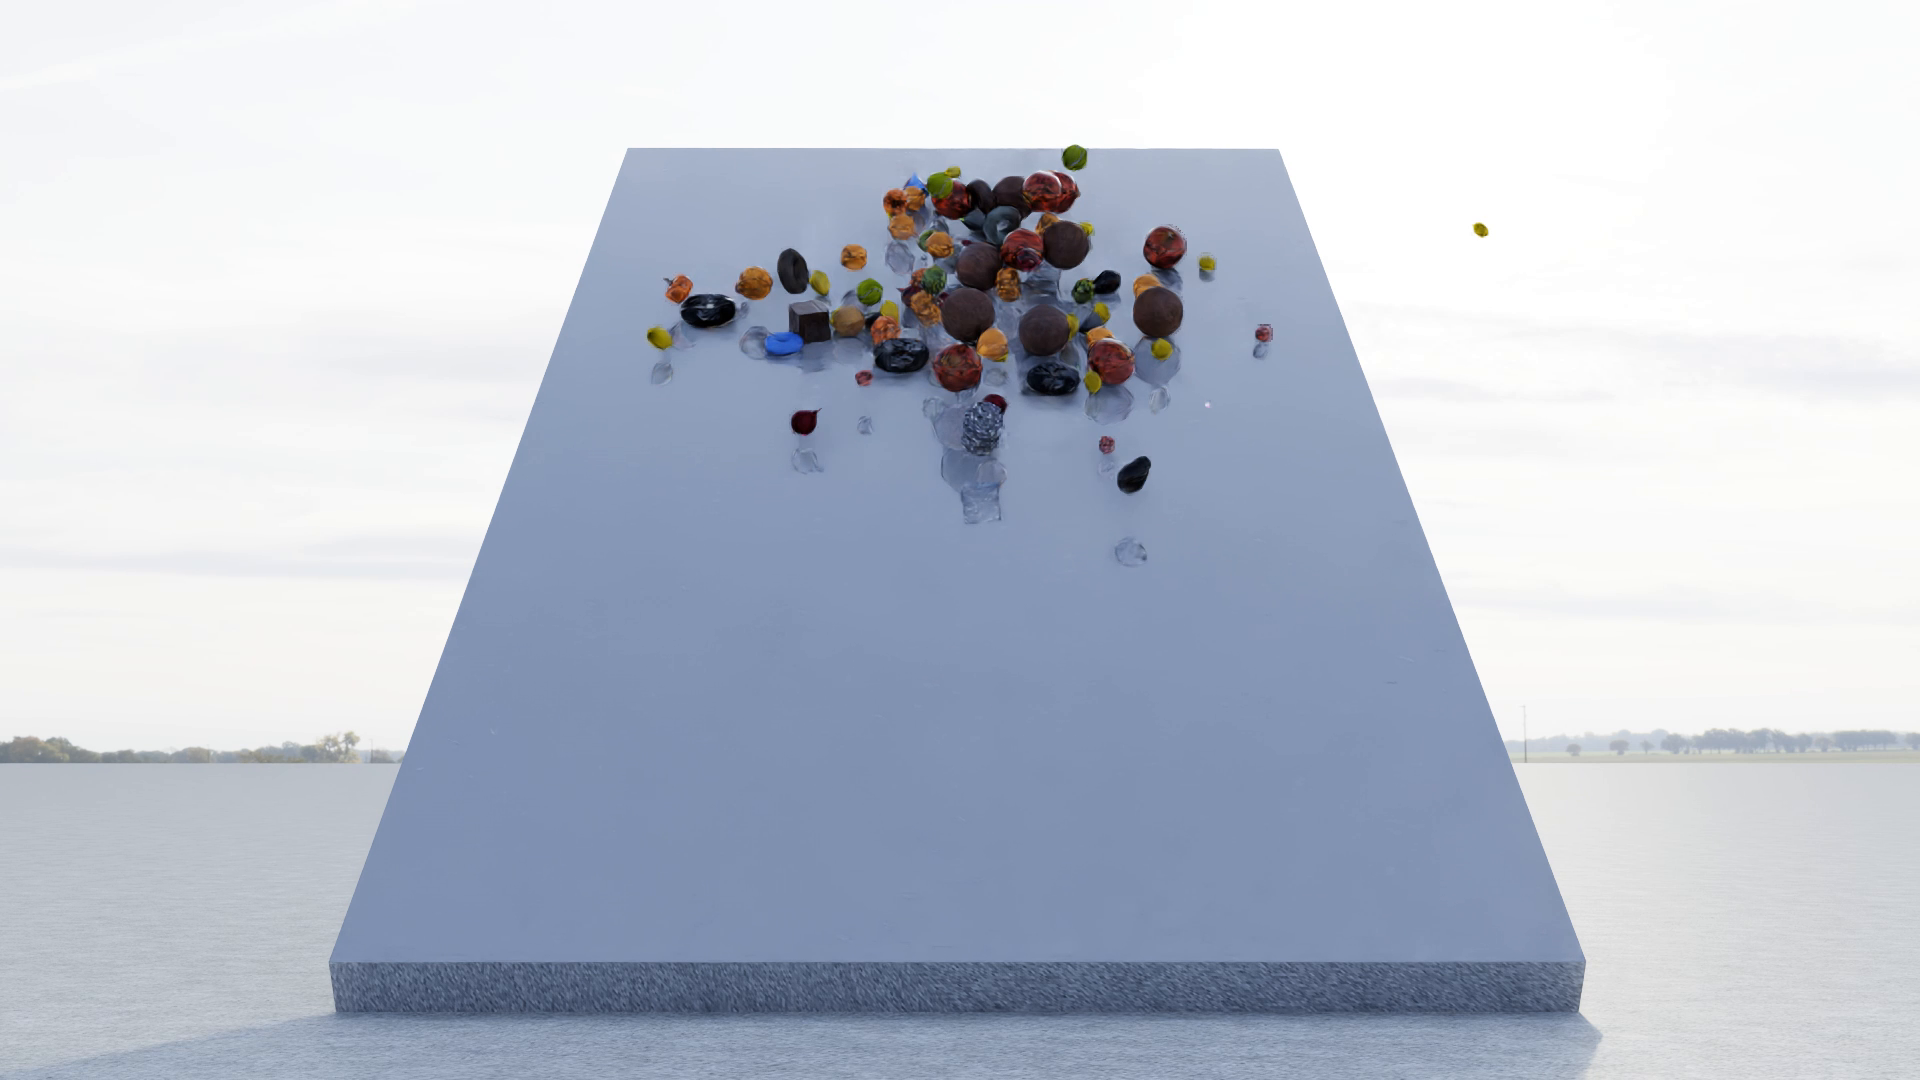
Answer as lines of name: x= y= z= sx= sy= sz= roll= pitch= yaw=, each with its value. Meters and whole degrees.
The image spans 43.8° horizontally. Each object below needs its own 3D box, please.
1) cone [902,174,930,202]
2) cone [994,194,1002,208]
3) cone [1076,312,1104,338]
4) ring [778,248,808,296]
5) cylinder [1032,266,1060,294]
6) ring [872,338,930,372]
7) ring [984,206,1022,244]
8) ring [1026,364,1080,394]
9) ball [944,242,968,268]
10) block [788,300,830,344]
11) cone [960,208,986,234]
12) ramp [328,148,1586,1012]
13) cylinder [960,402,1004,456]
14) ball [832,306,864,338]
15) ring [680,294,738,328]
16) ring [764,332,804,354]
cone: x=-0.130 y=-1.027 z=6.868 sx=0.077 sy=0.077 sz=0.077 roll=-4 pitch=-23 yaw=-2
cone: x=0.101 y=-0.966 z=6.813 sx=0.053 sy=0.053 sz=0.053 roll=0 pitch=35 yaw=0
cone: x=0.318 y=-0.536 z=6.034 sx=0.067 sy=0.067 sz=0.067 roll=-14 pitch=-12 yaw=37
ring: x=-0.431 y=-0.692 z=6.163 sx=0.040 sy=0.121 sz=0.121 roll=-10 pitch=-9 yaw=25
cylinder: x=0.227 y=-0.684 z=6.264 sx=0.066 sy=0.066 sz=0.066 roll=9 pitch=-5 yaw=5
ring: x=-0.144 y=-0.453 z=5.859 sx=0.143 sy=0.048 sz=0.143 roll=-1 pitch=29 yaw=0
ring: x=0.118 y=-0.867 z=6.563 sx=0.114 sy=0.114 sz=0.038 roll=3 pitch=31 yaw=-30
ring: x=0.224 y=-0.387 z=5.740 sx=0.131 sy=0.044 sz=0.131 roll=1 pitch=27 yaw=-1
ball: x=-0.011 y=-0.760 z=6.360 sx=0.067 sy=0.067 sz=0.067 roll=0 pitch=-5 yaw=0
block: x=-0.378 y=-0.548 z=6.001 sx=0.080 sy=0.080 sz=0.080 roll=-11 pitch=30 yaw=-20
cone: x=0.024 y=-0.887 z=6.632 sx=0.067 sy=0.067 sz=0.067 roll=-5 pitch=2 yaw=45
ramp: x=-0.011 y=-0.223 z=5.582 sx=2.000 sy=0.100 sz=4.000 roll=0 pitch=28 yaw=0
cylinder: x=0.049 y=-0.249 z=5.325 sx=0.087 sy=0.087 sz=0.087 roll=1 pitch=-33 yaw=-8
ball: x=-0.280 y=-0.551 z=6.006 sx=0.081 sy=0.081 sz=0.081 roll=0 pitch=-5 yaw=0
ring: x=-0.644 y=-0.588 z=6.108 sx=0.147 sy=0.049 sz=0.147 roll=-1 pitch=29 yaw=0
ring: x=-0.438 y=-0.489 z=5.941 sx=0.097 sy=0.032 sz=0.097 roll=0 pitch=27 yaw=0
